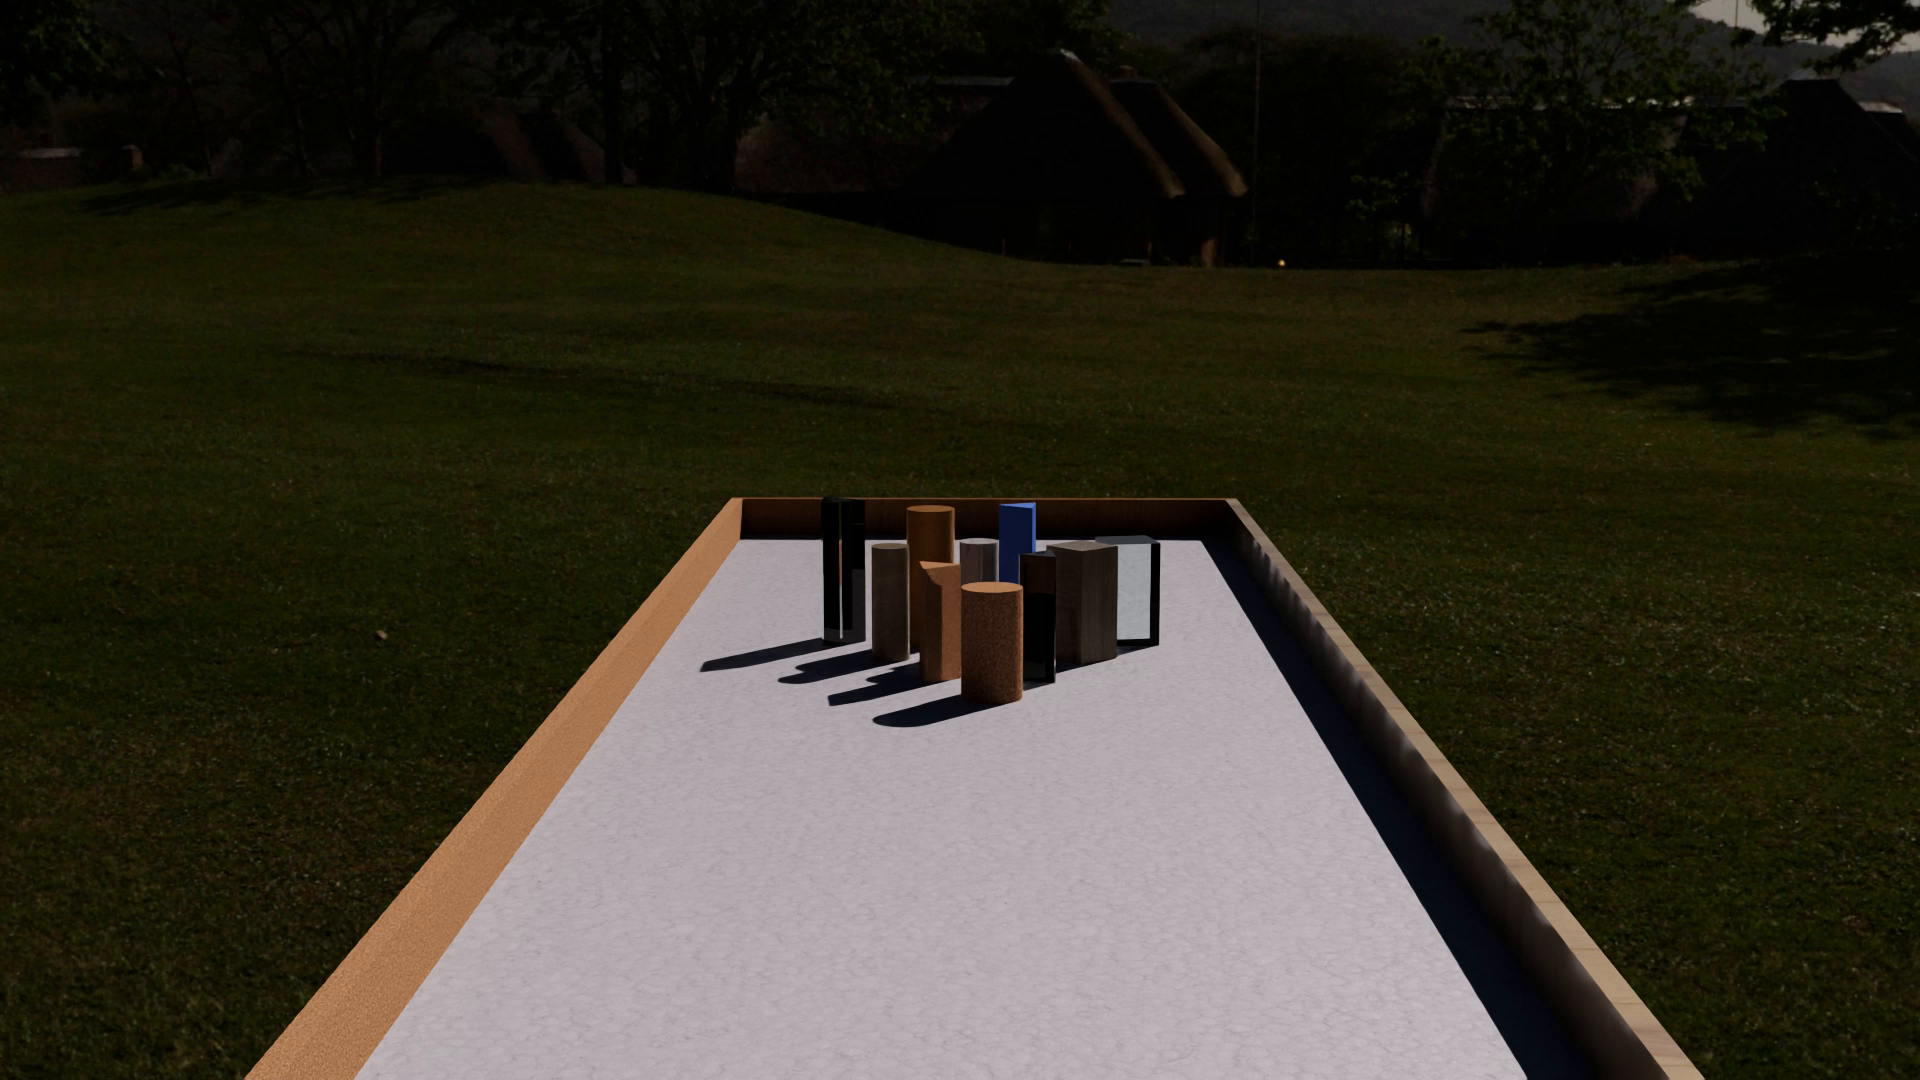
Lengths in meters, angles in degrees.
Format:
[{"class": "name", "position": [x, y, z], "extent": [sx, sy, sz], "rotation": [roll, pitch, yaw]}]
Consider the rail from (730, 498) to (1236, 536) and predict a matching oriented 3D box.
[{"class": "rail", "position": [0.099, -0.098, 9.147], "extent": [2.100, 0.150, 0.050], "rotation": [0, 9, 1]}]

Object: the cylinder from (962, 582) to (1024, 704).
[{"class": "cylinder", "position": [0.090, 0.288, 6.183], "extent": [0.173, 0.316, 0.173], "rotation": [0, 9, 0]}]

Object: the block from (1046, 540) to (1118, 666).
[{"class": "block", "position": [0.371, 0.189, 6.707], "extent": [0.154, 0.348, 0.154], "rotation": [-8, 12, -41]}]

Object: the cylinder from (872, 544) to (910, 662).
[{"class": "cylinder", "position": [-0.211, 0.190, 6.696], "extent": [0.116, 0.348, 0.116], "rotation": [0, 9, 0]}]

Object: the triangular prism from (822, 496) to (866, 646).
[{"class": "triangular prism", "position": [-0.397, 0.095, 6.969], "extent": [0.151, 0.452, 0.131], "rotation": [-5, 10, -30]}]

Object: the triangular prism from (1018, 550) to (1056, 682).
[{"class": "triangular prism", "position": [0.243, 0.221, 6.426], "extent": [0.114, 0.372, 0.099], "rotation": [4, 10, 23]}]

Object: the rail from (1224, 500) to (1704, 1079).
[{"class": "rail", "position": [1.046, 0.843, 3.208], "extent": [0.050, 0.150, 12.000], "rotation": [0, 9, 1]}]

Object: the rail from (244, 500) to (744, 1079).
[{"class": "rail", "position": [-1.004, 0.839, 3.234], "extent": [0.050, 0.150, 12.000], "rotation": [0, 9, 1]}]

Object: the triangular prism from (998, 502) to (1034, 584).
[{"class": "triangular prism", "position": [0.204, 0.107, 6.919], "extent": [0.125, 0.443, 0.108], "rotation": [7, 11, 36]}]

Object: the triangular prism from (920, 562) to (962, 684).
[{"class": "triangular prism", "position": [-0.083, 0.236, 6.440], "extent": [0.132, 0.337, 0.114], "rotation": [-7, 11, -36]}]

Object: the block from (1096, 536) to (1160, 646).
[{"class": "block", "position": [0.529, 0.160, 6.960], "extent": [0.168, 0.325, 0.168], "rotation": [-2, 9, -11]}]

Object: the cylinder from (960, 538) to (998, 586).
[{"class": "cylinder", "position": [0.057, 0.182, 6.710], "extent": [0.118, 0.361, 0.118], "rotation": [0, 9, 0]}]

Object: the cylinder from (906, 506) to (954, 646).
[{"class": "cylinder", "position": [-0.092, 0.113, 6.924], "extent": [0.151, 0.429, 0.151], "rotation": [0, 9, 0]}]
